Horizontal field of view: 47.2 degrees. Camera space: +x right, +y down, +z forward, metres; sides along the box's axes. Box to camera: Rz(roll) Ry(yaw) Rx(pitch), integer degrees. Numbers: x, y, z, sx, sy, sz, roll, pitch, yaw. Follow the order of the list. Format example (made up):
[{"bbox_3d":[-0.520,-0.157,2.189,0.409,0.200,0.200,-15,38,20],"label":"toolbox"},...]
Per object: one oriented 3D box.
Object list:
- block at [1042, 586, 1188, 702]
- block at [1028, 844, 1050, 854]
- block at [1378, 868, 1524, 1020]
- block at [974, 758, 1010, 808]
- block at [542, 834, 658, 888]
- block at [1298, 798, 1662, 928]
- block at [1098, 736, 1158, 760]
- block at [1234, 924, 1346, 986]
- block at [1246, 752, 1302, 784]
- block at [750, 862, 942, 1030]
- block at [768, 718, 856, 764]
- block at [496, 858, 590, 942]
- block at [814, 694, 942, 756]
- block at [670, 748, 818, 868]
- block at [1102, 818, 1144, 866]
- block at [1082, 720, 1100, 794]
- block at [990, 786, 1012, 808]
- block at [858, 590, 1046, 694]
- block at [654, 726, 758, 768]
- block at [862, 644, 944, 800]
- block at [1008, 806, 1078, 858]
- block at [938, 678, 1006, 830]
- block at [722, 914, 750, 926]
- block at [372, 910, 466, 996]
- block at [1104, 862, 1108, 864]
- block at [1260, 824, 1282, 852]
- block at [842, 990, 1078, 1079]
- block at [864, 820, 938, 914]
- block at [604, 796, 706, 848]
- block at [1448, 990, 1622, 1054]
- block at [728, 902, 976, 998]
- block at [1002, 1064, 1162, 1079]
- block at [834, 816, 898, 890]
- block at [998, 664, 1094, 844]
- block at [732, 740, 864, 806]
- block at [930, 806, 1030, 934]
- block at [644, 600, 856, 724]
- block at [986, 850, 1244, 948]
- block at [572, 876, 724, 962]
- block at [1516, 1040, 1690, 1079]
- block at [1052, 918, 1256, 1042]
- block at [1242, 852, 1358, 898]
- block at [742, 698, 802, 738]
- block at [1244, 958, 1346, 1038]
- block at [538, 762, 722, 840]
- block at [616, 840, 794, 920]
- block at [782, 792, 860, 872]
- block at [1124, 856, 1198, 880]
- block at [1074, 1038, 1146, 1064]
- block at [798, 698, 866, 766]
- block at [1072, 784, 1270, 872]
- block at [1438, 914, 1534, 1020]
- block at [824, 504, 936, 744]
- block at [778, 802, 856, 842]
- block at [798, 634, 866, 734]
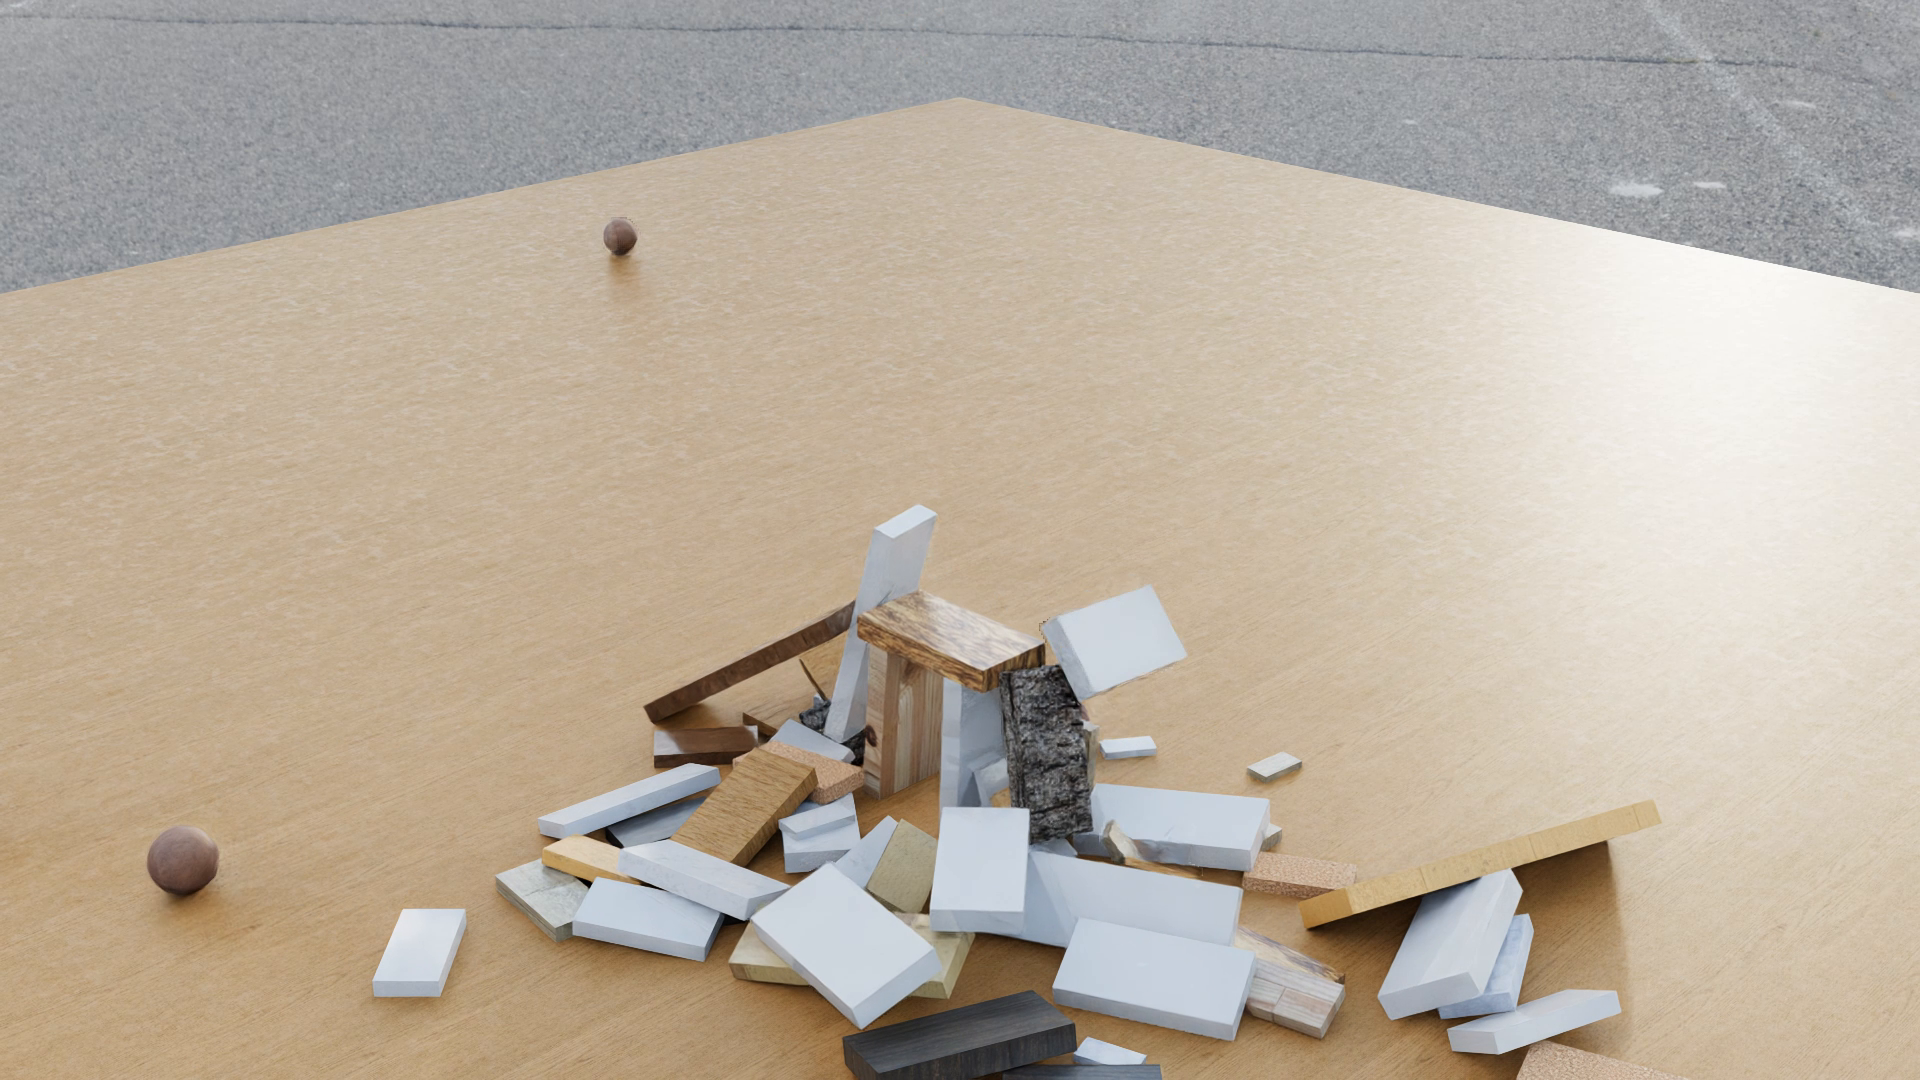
[{"bbox_3d":[0.308,0.201,4.334,0.046,0.163,0.327,-34,-12,38],"label":"block"},{"bbox_3d":[0.101,0.612,4.221,0.153,0.076,0.022,14,26,29],"label":"block"},{"bbox_3d":[0.872,0.713,3.899,0.176,0.050,0.353,-24,10,32],"label":"block"},{"bbox_3d":[0.078,0.515,4.351,0.077,0.154,0.022,-21,11,-40],"label":"block"},{"bbox_3d":[-0.676,0.621,4.205,0.220,0.031,0.110,15,14,22],"label":"block"},{"bbox_3d":[0.984,0.607,4.139,0.717,0.050,0.176,-11,-14,-24],"label":"block"},{"bbox_3d":[0.359,0.444,4.695,0.112,0.016,0.056,-5,23,-11],"label":"block"},{"bbox_3d":[0.510,0.743,3.973,0.374,0.028,0.099,20,30,39],"label":"block"},{"bbox_3d":[0.660,0.477,4.616,0.110,0.016,0.055,-18,29,-36],"label":"block"},{"bbox_3d":[-0.201,0.697,3.810,0.175,0.049,0.349,-33,34,-21],"label":"block"},{"bbox_3d":[-0.320,0.449,4.610,0.193,0.027,0.096,22,60,40],"label":"block"},{"bbox_3d":[-0.766,0.673,4.133,0.116,0.033,0.231,-17,29,-35],"label":"block"},{"bbox_3d":[-0.117,0.395,4.790,0.439,0.031,0.110,17,28,34],"label":"block"},{"bbox_3d":[-0.429,0.540,4.320,0.152,0.043,0.303,15,45,31],"label":"block"},{"bbox_3d":[0.319,0.602,4.189,0.019,0.134,0.067,-31,12,24],"label":"block"},{"bbox_3d":[0.224,0.451,4.435,0.100,0.200,0.028,21,30,32],"label":"block"},{"bbox_3d":[0.132,0.553,4.314,0.077,0.022,0.154,-21,69,-40],"label":"block"},{"bbox_3d":[-0.020,0.197,4.334,0.349,0.049,0.175,21,31,40],"label":"block"},{"bbox_3d":[-0.540,0.440,4.683,0.220,0.031,0.110,-2,23,-6],"label":"block"},{"bbox_3d":[-0.111,0.345,4.496,0.175,0.349,0.049,-21,36,-41],"label":"block"},{"bbox_3d":[0.149,0.574,4.268,0.154,0.022,0.077,46,46,15],"label":"block"},{"bbox_3d":[0.043,0.405,4.357,0.175,0.349,0.049,-21,33,-40],"label":"block"},{"bbox_3d":[-0.419,0.695,4.103,0.113,0.016,0.056,-6,24,-15],"label":"block"},{"bbox_3d":[-0.973,0.743,3.968,0.116,0.033,0.231,0,23,0],"label":"block"},{"bbox_3d":[0.217,0.660,4.103,0.153,0.076,0.022,-15,15,-32],"label":"block"},{"bbox_3d":[0.530,0.570,4.381,0.200,0.028,0.100,21,30,40],"label":"block"},{"bbox_3d":[-0.001,0.840,3.666,0.349,0.049,0.175,-9,11,-21],"label":"block"},{"bbox_3d":[-0.102,0.628,4.146,0.110,0.031,0.220,31,34,-1],"label":"block"},{"bbox_3d":[-0.581,0.574,4.368,0.220,0.031,0.110,-14,27,-29],"label":"block"},{"bbox_3d":[0.971,0.813,3.719,0.261,0.037,0.130,-11,-5,-24],"label":"block"},{"bbox_3d":[-0.192,0.721,3.879,0.415,0.042,0.149,0,38,23],"label":"block"},{"bbox_3d":[0.200,0.908,3.574,0.261,0.037,0.130,0,23,-1],"label":"block"},{"bbox_3d":[-0.157,0.628,4.162,0.125,0.035,0.249,39,34,10],"label":"block"},{"bbox_3d":[0.166,0.408,4.225,0.163,0.327,0.046,-5,0,-41],"label":"block"},{"bbox_3d":[-0.330,0.474,4.496,0.249,0.035,0.125,13,22,36],"label":"block"},{"bbox_3d":[0.039,0.587,3.937,0.161,0.046,0.321,1,26,4],"label":"block"},{"bbox_3d":[-0.432,0.256,4.680,0.604,0.043,0.152,-26,3,39],"label":"block"},{"bbox_3d":[0.230,0.665,3.993,0.544,0.161,0.046,8,-13,18],"label":"block"},{"bbox_3d":[-0.569,0.694,4.027,0.249,0.035,0.125,10,32,8],"label":"block"},{"bbox_3d":[1.210,0.941,3.479,0.647,0.049,0.175,11,25,24],"label":"block"},{"bbox_3d":[0.340,0.764,3.837,0.321,0.046,0.161,8,43,19],"label":"block"},{"bbox_3d":[0.650,0.644,4.206,0.206,0.028,0.100,6,24,14],"label":"block"},{"bbox_3d":[-0.373,0.402,4.780,0.096,0.027,0.193,-21,31,-41],"label":"block"},{"bbox_3d":[0.556,0.789,3.819,0.199,0.028,0.099,13,45,31],"label":"block"},{"bbox_3d":[-0.665,0.526,4.437,0.360,0.033,0.116,-18,11,-36],"label":"block"},{"bbox_3d":[-0.476,0.632,4.104,0.297,0.042,0.148,15,8,28],"label":"block"},{"bbox_3d":[-0.279,0.565,4.353,0.149,0.042,0.297,-3,20,-7],"label":"block"},{"bbox_3d":[0.364,0.623,4.024,0.134,0.067,0.019,15,48,10],"label":"block"},{"bbox_3d":[0.252,0.870,3.690,0.110,0.016,0.055,12,26,26],"label":"block"},{"bbox_3d":[-0.260,0.414,4.666,0.096,0.027,0.193,-27,41,-11],"label":"block"},{"bbox_3d":[0.416,0.562,4.315,0.353,0.050,0.176,3,28,20],"label":"block"},{"bbox_3d":[0.929,0.751,3.885,0.131,0.037,0.261,-14,16,26],"label":"block"},{"bbox_3d":[-0.166,0.176,4.529,0.046,0.505,0.163,28,31,22],"label":"block"},{"bbox_3d":[-0.280,0.551,4.303,0.134,0.019,0.067,-14,23,-32],"label":"block"},{"bbox_3d":[-0.228,0.319,4.836,0.152,0.043,0.303,-23,37,-13],"label":"block"}]
